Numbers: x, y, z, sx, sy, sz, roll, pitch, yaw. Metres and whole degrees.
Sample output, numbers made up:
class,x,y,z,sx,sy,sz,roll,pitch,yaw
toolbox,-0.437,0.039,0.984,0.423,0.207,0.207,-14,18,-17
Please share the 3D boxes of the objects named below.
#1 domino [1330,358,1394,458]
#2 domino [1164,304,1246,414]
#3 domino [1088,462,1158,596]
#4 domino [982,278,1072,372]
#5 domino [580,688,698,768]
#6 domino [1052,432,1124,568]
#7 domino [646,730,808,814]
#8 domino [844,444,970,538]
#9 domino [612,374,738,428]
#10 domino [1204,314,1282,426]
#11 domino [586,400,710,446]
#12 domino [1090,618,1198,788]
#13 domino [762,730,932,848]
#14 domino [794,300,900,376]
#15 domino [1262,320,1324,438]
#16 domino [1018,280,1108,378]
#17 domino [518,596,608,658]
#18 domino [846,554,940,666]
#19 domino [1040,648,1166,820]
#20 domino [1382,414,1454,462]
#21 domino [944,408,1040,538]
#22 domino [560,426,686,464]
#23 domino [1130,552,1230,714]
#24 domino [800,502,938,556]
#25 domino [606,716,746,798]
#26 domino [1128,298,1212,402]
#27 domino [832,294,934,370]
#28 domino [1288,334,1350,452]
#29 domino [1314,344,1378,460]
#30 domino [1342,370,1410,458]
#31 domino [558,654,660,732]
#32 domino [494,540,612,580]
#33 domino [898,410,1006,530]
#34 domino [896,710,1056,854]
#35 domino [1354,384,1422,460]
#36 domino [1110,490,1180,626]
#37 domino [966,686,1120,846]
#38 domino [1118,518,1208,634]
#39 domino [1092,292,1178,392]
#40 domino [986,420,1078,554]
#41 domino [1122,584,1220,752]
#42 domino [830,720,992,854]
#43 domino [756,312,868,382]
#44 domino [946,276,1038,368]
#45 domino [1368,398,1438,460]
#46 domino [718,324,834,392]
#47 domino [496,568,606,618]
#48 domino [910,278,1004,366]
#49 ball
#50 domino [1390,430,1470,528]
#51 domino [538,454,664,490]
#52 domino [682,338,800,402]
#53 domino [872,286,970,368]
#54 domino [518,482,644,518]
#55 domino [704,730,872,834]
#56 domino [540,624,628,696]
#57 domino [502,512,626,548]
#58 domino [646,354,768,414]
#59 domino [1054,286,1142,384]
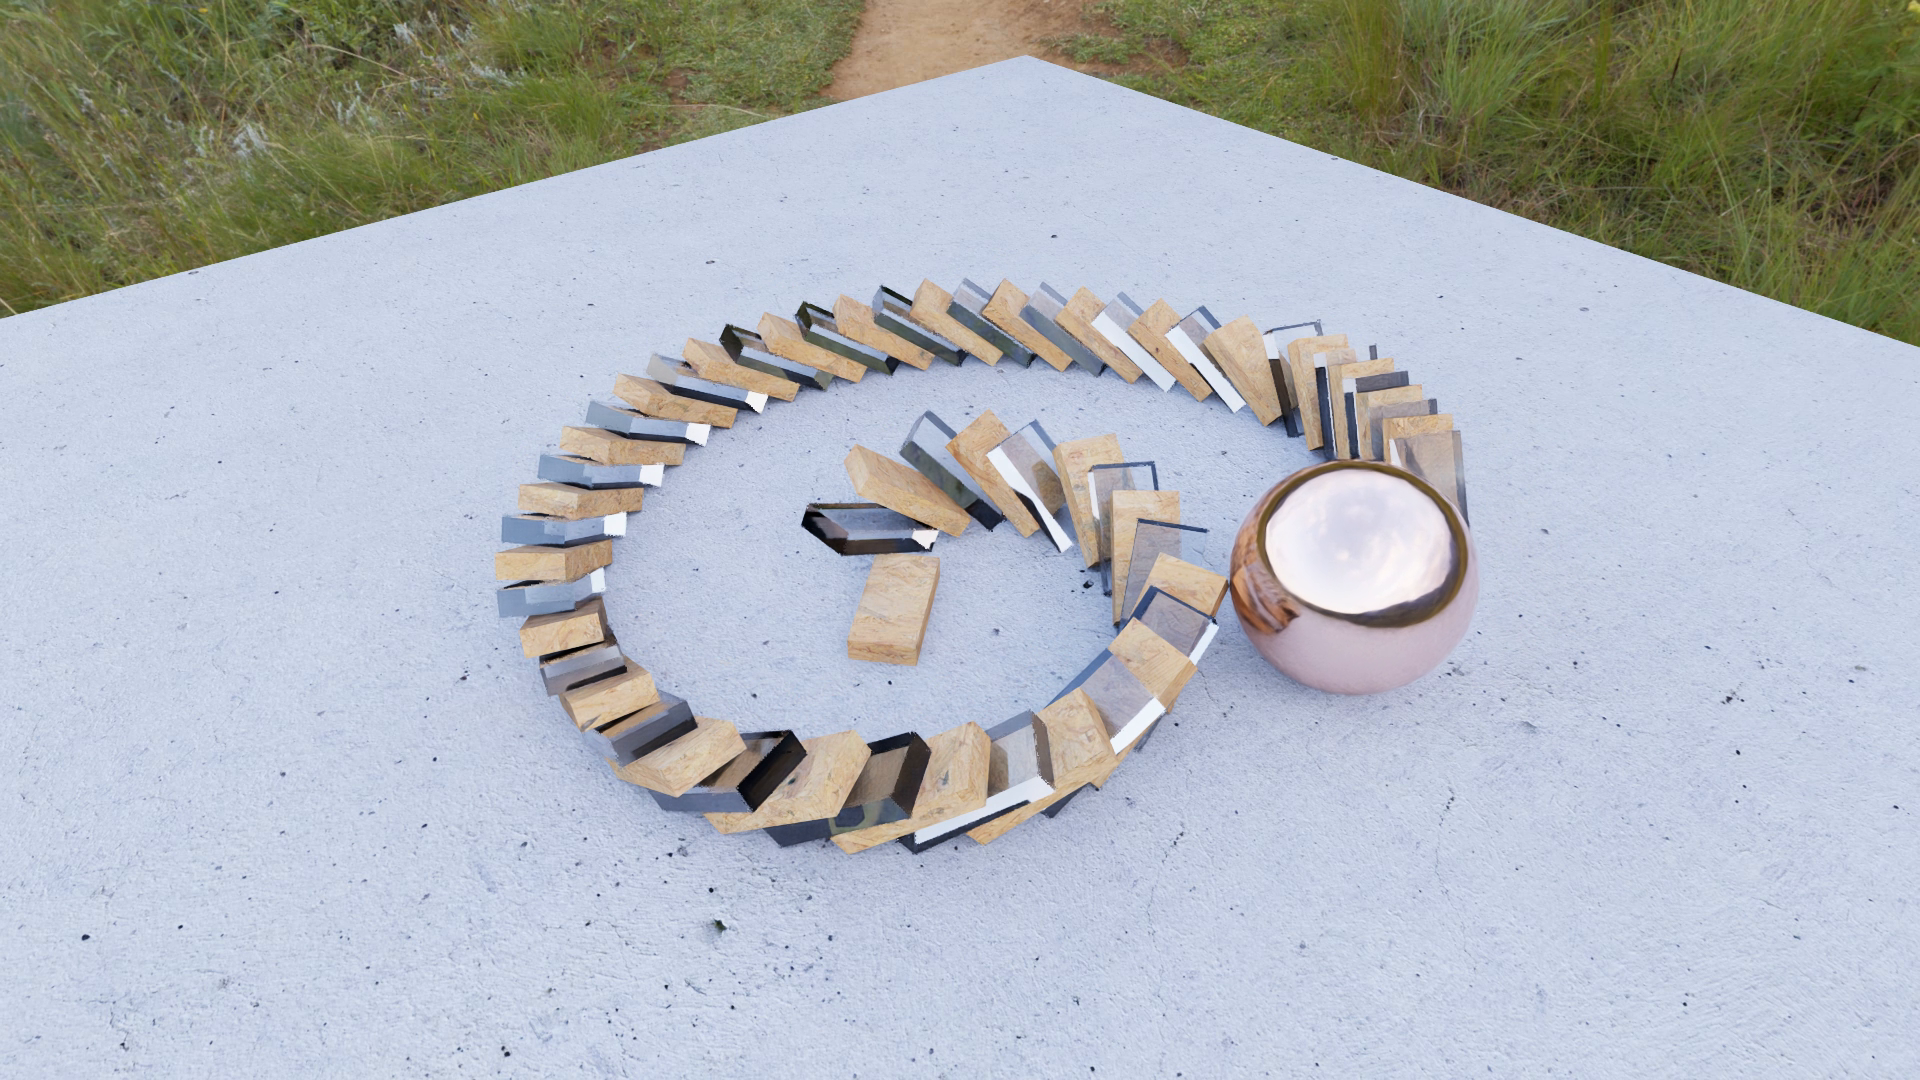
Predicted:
class,x,y,z,sx,sy,sz,roll,pitch,yaw
domino,0.177,-0.052,0.478,0.025,0.050,0.009,-10,7,-12
domino,0.124,-0.087,0.530,0.025,0.009,0.050,-37,85,-36
domino,0.066,-0.005,0.428,0.025,0.010,0.050,-4,75,-6
domino,0.037,-0.109,0.556,0.050,0.010,0.025,35,41,-9
domino,-0.104,0.058,0.352,0.025,0.009,0.050,-27,13,-28
domino,0.057,-0.016,0.441,0.025,0.010,0.050,-12,77,-16
domino,-0.072,0.071,0.336,0.050,0.009,0.025,-13,24,44
domino,-0.021,-0.020,0.445,0.050,0.009,0.025,23,24,-32
domino,-0.129,-0.063,0.500,0.025,0.009,0.050,31,15,32
domino,0.140,-0.081,0.521,0.025,0.010,0.050,-30,82,-31
domino,-0.137,-0.051,0.486,0.025,0.010,0.050,22,11,24
domino,0.051,0.053,0.358,0.050,0.010,0.025,-50,53,-2
domino,-0.034,0.075,0.331,0.050,0.010,0.025,-21,30,30
domino,-0.056,-0.100,0.545,0.050,0.010,0.025,18,29,-32
domino,0.159,-0.074,0.509,0.025,0.010,0.050,-11,84,-13
domino,0.055,-0.106,0.553,0.050,0.009,0.025,37,43,-7
domino,-0.138,0.030,0.386,0.025,0.010,0.050,-13,7,-15
domino,-0.024,0.025,0.413,0.025,0.010,0.050,6,40,7
domino,0.038,0.061,0.348,0.050,0.009,0.025,-45,48,3
domino,0.185,-0.025,0.443,0.025,0.050,0.009,-6,6,-12
domino,0.019,-0.028,0.454,0.050,0.010,0.025,48,48,-3
domino,-0.144,-0.040,0.473,0.025,0.009,0.050,18,10,20
domino,0.071,0.032,0.383,0.025,0.010,0.050,23,80,25
domino,-0.035,-0.005,0.432,0.025,0.010,0.050,34,22,34
domino,-0.090,0.066,0.342,0.025,0.010,0.050,-34,16,-33
domino,0.108,-0.093,0.537,0.050,0.010,0.025,45,50,1
domino,-0.038,-0.104,0.550,0.050,0.010,0.025,20,30,-29
domino,0.167,-0.067,0.500,0.025,0.009,0.050,-8,83,-13
domino,0.173,-0.059,0.486,0.025,0.050,0.009,-10,7,-12
domino,0.180,-0.045,0.469,0.025,0.050,0.010,-10,7,-12
domino,-0.117,0.050,0.362,0.025,0.010,0.050,-22,11,-24
domino,-0.152,0.007,0.414,0.025,0.010,0.050,0,6,1
domino,0.000,-0.029,0.455,0.050,0.009,0.025,40,37,-14
domino,0.004,0.073,0.333,0.050,0.010,0.025,-29,36,19
domino,0.182,-0.038,0.461,0.025,0.050,0.010,-10,7,-12
domino,0.070,0.007,0.413,0.025,0.010,0.050,0,75,1
domino,0.022,0.069,0.337,0.050,0.010,0.025,-34,40,13
domino,0.073,0.019,0.398,0.025,0.010,0.050,9,77,11
domino,0.091,-0.098,0.543,0.050,0.010,0.025,42,47,-1
domino,0.036,-0.022,0.448,0.025,0.010,0.050,-36,88,-36
domino,0.062,0.043,0.370,0.025,0.009,0.050,30,83,31
domino,-0.015,0.075,0.331,0.050,0.010,0.025,-25,33,24
domino,-0.072,-0.094,0.538,0.050,0.009,0.025,15,27,-37
domino,0.018,-0.110,0.558,0.050,0.010,0.025,32,38,-12
domino,0.184,-0.031,0.452,0.025,0.050,0.009,-9,7,-12
domino,-0.088,-0.088,0.530,0.050,0.010,0.025,13,26,-40
domino,-0.148,0.019,0.400,0.025,0.009,0.050,-5,6,-6
domino,-0.001,-0.111,0.558,0.050,0.010,0.025,29,36,-16
ball,0.132,0.012,0.373,0.080,0.080,0.080,0,39,0
domino,0.186,-0.017,0.434,0.025,0.050,0.009,-10,7,-12
domino,-0.149,-0.029,0.458,0.025,0.010,0.050,13,8,16
domino,-0.104,-0.081,0.521,0.050,0.010,0.025,10,24,-44
domino,-0.020,-0.108,0.555,0.050,0.010,0.025,24,32,-24
domino,-0.152,-0.017,0.444,0.025,0.009,0.050,9,7,12
domino,-0.052,0.074,0.333,0.050,0.009,0.025,-18,27,35
domino,-0.129,0.040,0.374,0.025,0.009,0.050,-17,9,-19
domino,-0.154,-0.005,0.429,0.025,0.010,0.050,6,7,8
domino,-0.117,-0.072,0.511,0.050,0.009,0.025,8,23,-49
domino,0.073,-0.103,0.549,0.050,0.009,0.025,40,45,-4
